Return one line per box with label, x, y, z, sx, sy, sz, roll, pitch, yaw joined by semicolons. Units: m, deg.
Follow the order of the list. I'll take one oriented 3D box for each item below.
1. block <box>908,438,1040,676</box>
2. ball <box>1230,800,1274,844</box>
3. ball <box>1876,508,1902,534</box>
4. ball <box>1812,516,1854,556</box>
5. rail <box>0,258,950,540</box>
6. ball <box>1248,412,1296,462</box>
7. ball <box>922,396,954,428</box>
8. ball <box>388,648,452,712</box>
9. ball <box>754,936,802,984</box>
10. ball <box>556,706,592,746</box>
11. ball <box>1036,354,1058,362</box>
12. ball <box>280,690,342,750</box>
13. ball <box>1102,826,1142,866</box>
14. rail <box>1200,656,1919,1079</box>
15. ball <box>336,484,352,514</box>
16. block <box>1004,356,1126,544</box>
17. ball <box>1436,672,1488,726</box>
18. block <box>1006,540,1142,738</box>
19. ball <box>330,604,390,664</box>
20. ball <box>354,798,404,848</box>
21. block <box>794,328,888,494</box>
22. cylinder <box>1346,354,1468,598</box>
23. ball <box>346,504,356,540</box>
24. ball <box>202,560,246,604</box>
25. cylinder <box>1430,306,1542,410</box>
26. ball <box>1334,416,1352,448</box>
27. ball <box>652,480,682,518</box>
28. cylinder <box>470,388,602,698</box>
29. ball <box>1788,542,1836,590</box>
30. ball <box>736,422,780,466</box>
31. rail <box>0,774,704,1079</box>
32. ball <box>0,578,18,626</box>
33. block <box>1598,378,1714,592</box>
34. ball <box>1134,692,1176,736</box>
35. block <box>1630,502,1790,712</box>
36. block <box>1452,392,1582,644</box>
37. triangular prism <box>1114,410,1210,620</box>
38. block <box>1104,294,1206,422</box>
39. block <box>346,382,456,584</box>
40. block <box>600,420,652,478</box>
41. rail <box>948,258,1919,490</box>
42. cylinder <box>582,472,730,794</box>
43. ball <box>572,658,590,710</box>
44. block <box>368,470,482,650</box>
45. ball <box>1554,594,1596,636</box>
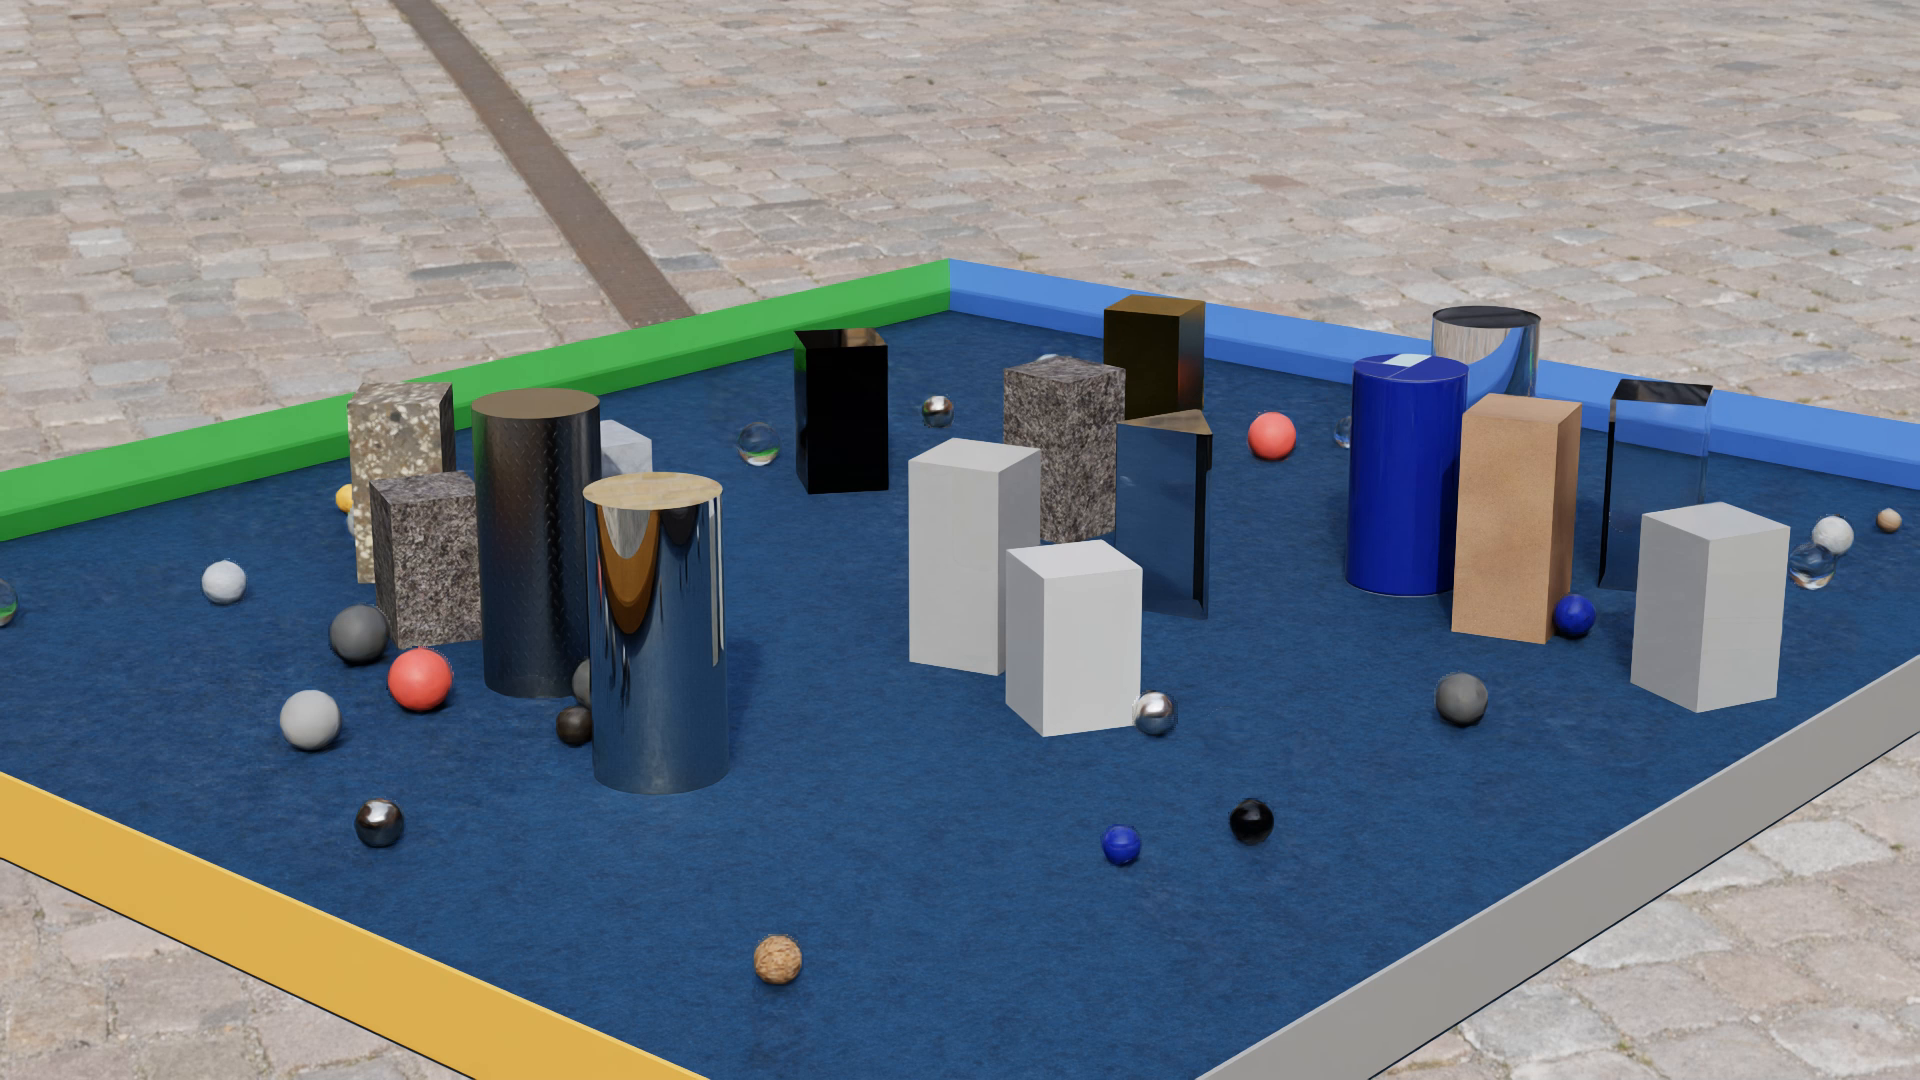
block;0.025;0.025;4.782;0.160;0.341;0.160;8;19;25
ball;0.404;0.390;4.056;0.062;0.062;0.062;0;17;0
ball;1.740;-0.036;5.495;0.047;0.047;0.047;0;17;0
ball;1.592;-0.006;5.348;0.074;0.074;0.074;0;17;0
rail;-1.159;-0.258;6.083;0.045;0.130;3.503;14;22;39
ball;0.637;-0.211;5.984;0.100;0.100;0.100;0;17;0
ball;-0.046;-0.273;6.243;0.070;0.070;0.070;0;17;0
ball;-0.841;0.218;4.563;0.098;0.098;0.098;0;17;0
ball;-0.225;0.520;3.626;0.060;0.060;0.060;0;17;0
ball;-0.579;0.280;4.420;0.062;0.062;0.062;0;17;0
ball;0.202;-0.368;6.520;0.091;0.091;0.091;0;17;0
ball;-0.975;0.270;4.401;0.091;0.091;0.091;0;17;0
ball;0.219;0.415;3.984;0.054;0.054;0.054;0;17;0
rail;1.159;0.323;4.156;0.045;0.130;3.503;14;22;39
ball;-1.168;-0.079;5.620;0.057;0.057;0.057;0;17;0
block;0.194;-0.170;5.484;0.160;0.309;0.160;16;23;43
ball;0.771;0.244;4.504;0.081;0.081;0.081;0;17;0
block;0.174;0.150;4.522;0.160;0.252;0.160;-6;18;-19
ball;-0.979;0.154;4.779;0.097;0.097;0.097;0;17;0
ball;-0.801;0.390;4.044;0.067;0.067;0.067;0;17;0
block;-0.235;-0.257;5.801;0.160;0.293;0.160;-3;17;-11
cylinder;0.786;-0.115;5.164;0.200;0.389;0.200;0;17;0
ball;-1.084;-0.035;5.410;0.093;0.093;0.093;0;17;0
ball;-1.275;0.074;5.079;0.076;0.076;0.076;0;17;0
cylinder;0.980;-0.225;5.515;0.200;0.397;0.200;0;17;0
ball;0.808;-0.223;6.080;0.067;0.067;0.067;0;17;0
ball;-0.566;-0.079;5.597;0.070;0.070;0.070;0;17;0
cylinder;-0.664;0.004;4.654;0.200;0.456;0.200;0;17;0
ball;1.499;0.046;5.161;0.082;0.082;0.082;0;17;0
ball;-0.409;-0.195;5.952;0.088;0.088;0.088;0;17;0
rail;-1.133;0.409;3.870;3.116;0.130;0.045;14;22;39
ball;-1.638;0.105;4.954;0.088;0.088;0.088;0;17;0
block;1.227;-0.094;5.172;0.160;0.344;0.160;6;18;18
ball;0.297;0.264;4.464;0.066;0.066;0.066;0;17;0
block;1.181;0.104;4.624;0.160;0.281;0.160;-8;19;-25
block;0.935;-0.038;4.927;0.160;0.378;0.160;8;18;24
triangular prism;0.377;-0.051;5.059;0.173;0.326;0.150;9;19;26
block;0.394;-0.321;5.964;0.160;0.321;0.160;7;18;22
block;-0.990;-0.103;5.233;0.160;0.327;0.160;0;17;-1
block;-0.627;-0.024;4.989;0.160;0.316;0.160;-10;19;-29
rail;1.133;-0.344;6.369;3.116;0.130;0.045;14;22;39
cylinder;-0.441;0.134;4.268;0.200;0.429;0.200;0;17;0
ball;-0.557;0.224;4.554;0.092;0.092;0.092;0;17;0
block;-0.887;0.032;4.917;0.160;0.250;0.160;-7;18;-22
ball;1.027;0.126;4.899;0.070;0.070;0.070;0;17;0
